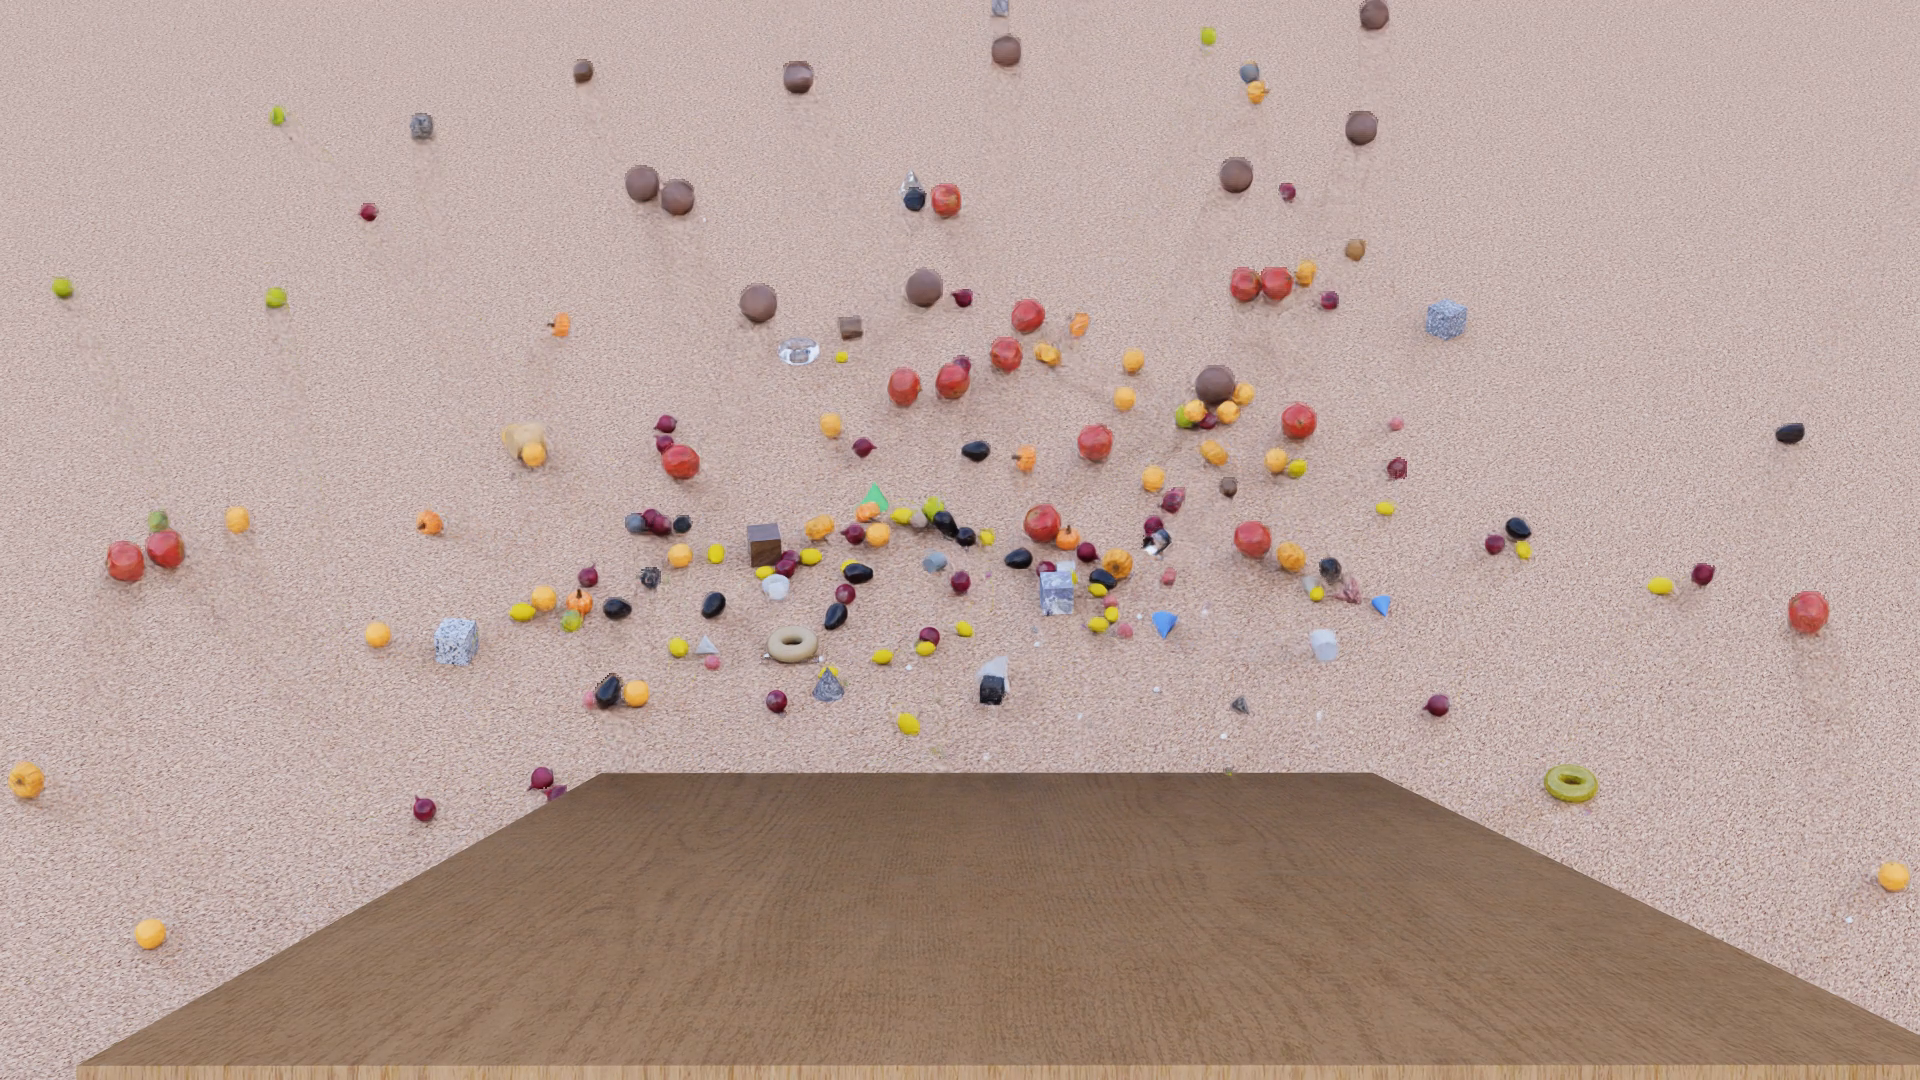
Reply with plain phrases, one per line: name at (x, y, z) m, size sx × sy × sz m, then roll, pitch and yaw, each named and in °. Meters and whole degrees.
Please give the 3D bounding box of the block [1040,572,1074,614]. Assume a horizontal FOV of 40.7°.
block at (0.280, 0.154, 7.514) m, size 0.089 × 0.089 × 0.089 m, roll -2°, pitch 32°, yaw -3°

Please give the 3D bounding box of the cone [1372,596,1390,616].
cone at (1.225, 0.200, 7.500) m, size 0.057 × 0.057 × 0.057 m, roll -6°, pitch 59°, yaw -9°

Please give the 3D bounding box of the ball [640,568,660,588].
ball at (-0.911, 0.113, 7.611) m, size 0.055 × 0.055 × 0.055 m, roll 0°, pitch 32°, yaw 0°

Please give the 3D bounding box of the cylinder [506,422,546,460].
cylinder at (-1.382, -0.316, 8.255) m, size 0.098 × 0.098 × 0.098 m, roll -18°, pitch 36°, yaw -27°

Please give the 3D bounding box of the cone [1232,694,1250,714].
cone at (0.776, 0.458, 7.090) m, size 0.050 × 0.050 × 0.050 m, roll -27°, pitch 68°, yaw -36°

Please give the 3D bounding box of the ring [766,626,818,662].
ring at (-0.473, 0.294, 7.328) m, size 0.148 × 0.049 × 0.148 m, roll -1°, pitch 33°, yaw 0°

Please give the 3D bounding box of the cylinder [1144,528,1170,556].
cylinder at (0.591, 0.006, 7.777) m, size 0.060 × 0.060 × 0.060 m, roll 22°, pitch 38°, yaw 31°

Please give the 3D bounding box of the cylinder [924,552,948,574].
cylinder at (-0.072, 0.067, 7.688) m, size 0.051 × 0.051 × 0.051 m, roll 25°, pitch 40°, yaw 34°

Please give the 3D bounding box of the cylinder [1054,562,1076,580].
cylinder at (0.311, 0.090, 7.649) m, size 0.053 × 0.053 × 0.053 m, roll 1°, pitch 31°, yaw -10°

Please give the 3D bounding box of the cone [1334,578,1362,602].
cone at (1.121, 0.156, 7.561) m, size 0.076 × 0.076 × 0.076 m, roll -17°, pitch 25°, yaw 25°

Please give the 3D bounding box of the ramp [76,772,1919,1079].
ramp at (0.071, 0.628, 4.721) m, size 2.000 × 0.100 × 4.000 m, roll 0°, pitch -1°, yaw 0°

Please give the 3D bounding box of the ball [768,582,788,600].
ball at (-0.530, 0.150, 7.546) m, size 0.056 × 0.056 × 0.056 m, roll 0°, pitch 32°, yaw 0°

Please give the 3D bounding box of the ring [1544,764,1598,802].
ring at (1.599, 0.637, 6.783) m, size 0.140 × 0.047 × 0.140 m, roll 0°, pitch 31°, yaw 0°

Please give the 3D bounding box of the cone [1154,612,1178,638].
cone at (0.585, 0.254, 7.408) m, size 0.071 × 0.071 × 0.071 m, roll 5°, pitch 59°, yaw 8°

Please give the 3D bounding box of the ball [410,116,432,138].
ball at (-2.162, -1.657, 10.404) m, size 0.091 × 0.091 × 0.091 m, roll 0°, pitch 32°, yaw 0°

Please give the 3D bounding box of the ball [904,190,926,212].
ball at (-0.171, -1.286, 9.819) m, size 0.082 × 0.082 × 0.082 m, roll 0°, pitch 32°, yaw 0°

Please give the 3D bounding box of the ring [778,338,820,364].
ring at (-0.550, -0.644, 8.826) m, size 0.144 × 0.048 × 0.144 m, roll -1°, pitch 33°, yaw 0°

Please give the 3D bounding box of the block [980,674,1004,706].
block at (0.088, 0.413, 7.132) m, size 0.055 × 0.055 × 0.055 m, roll 8°, pitch 33°, yaw 12°

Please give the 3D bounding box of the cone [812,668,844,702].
cone at (-0.364, 0.384, 7.146) m, size 0.088 × 0.088 × 0.088 m, roll 0°, pitch 32°, yaw 0°

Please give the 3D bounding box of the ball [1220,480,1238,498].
ball at (0.835, -0.160, 8.047) m, size 0.055 × 0.055 × 0.055 m, roll 0°, pitch 32°, yaw 0°

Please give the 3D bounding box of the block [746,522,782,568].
block at (-0.584, 0.016, 7.732) m, size 0.091 × 0.091 × 0.091 m, roll -6°, pitch 32°, yaw -9°

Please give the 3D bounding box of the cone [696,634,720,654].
cone at (-0.707, 0.306, 7.327) m, size 0.063 × 0.063 × 0.063 m, roll 27°, pitch 32°, yaw -8°

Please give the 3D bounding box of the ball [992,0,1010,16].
ball at (0.181, -2.378, 11.564) m, size 0.079 × 0.079 × 0.079 m, roll 0°, pitch 32°, yaw 0°

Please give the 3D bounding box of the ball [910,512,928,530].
ball at (-0.126, -0.057, 7.880) m, size 0.056 × 0.056 × 0.056 m, roll 0°, pitch 32°, yaw 0°

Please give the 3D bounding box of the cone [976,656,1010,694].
cone at (0.112, 0.390, 7.179) m, size 0.097 × 0.097 × 0.097 m, roll -20°, pitch 64°, yaw -29°

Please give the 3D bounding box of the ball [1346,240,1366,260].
ball at (1.444, -1.056, 9.462) m, size 0.071 × 0.071 × 0.071 m, roll 0°, pitch 32°, yaw 0°

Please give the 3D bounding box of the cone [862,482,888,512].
cone at (-0.263, -0.144, 7.992) m, size 0.085 × 0.085 × 0.085 m, roll 0°, pitch 32°, yaw 0°

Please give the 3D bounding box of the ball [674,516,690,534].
ball at (-0.844, -0.046, 7.867) m, size 0.052 × 0.052 × 0.052 m, roll 0°, pitch 32°, yaw 0°

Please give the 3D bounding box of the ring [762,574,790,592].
ring at (-0.541, 0.131, 7.608) m, size 0.083 × 0.028 × 0.083 m, roll 0°, pitch 36°, yaw 0°

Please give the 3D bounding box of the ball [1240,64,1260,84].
ball at (1.217, -1.963, 10.901) m, size 0.082 × 0.082 × 0.082 m, roll 0°, pitch 32°, yaw 0°

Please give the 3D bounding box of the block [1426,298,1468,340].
block at (1.684, -0.762, 8.970) m, size 0.096 × 0.096 × 0.096 m, roll -26°, pitch 40°, yaw -35°

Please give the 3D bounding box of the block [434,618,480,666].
block at (-1.418, 0.286, 7.299) m, size 0.093 × 0.093 × 0.093 m, roll 5°, pitch 32°, yaw 9°

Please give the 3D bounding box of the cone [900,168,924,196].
cone at (-0.186, -1.384, 9.960) m, size 0.099 × 0.099 × 0.099 m, roll 0°, pitch 32°, yaw 0°

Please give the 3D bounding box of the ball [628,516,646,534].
ball at (-0.981, -0.046, 7.862) m, size 0.058 × 0.058 × 0.058 m, roll 0°, pitch 32°, yaw 0°

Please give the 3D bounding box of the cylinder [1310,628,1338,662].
cylinder at (1.025, 0.297, 7.307) m, size 0.066 × 0.066 × 0.066 m, roll -3°, pitch 32°, yaw -4°

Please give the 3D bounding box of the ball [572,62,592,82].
ball at (-1.587, -1.969, 10.907) m, size 0.085 × 0.085 × 0.085 m, roll 0°, pitch 32°, yaw 0°
